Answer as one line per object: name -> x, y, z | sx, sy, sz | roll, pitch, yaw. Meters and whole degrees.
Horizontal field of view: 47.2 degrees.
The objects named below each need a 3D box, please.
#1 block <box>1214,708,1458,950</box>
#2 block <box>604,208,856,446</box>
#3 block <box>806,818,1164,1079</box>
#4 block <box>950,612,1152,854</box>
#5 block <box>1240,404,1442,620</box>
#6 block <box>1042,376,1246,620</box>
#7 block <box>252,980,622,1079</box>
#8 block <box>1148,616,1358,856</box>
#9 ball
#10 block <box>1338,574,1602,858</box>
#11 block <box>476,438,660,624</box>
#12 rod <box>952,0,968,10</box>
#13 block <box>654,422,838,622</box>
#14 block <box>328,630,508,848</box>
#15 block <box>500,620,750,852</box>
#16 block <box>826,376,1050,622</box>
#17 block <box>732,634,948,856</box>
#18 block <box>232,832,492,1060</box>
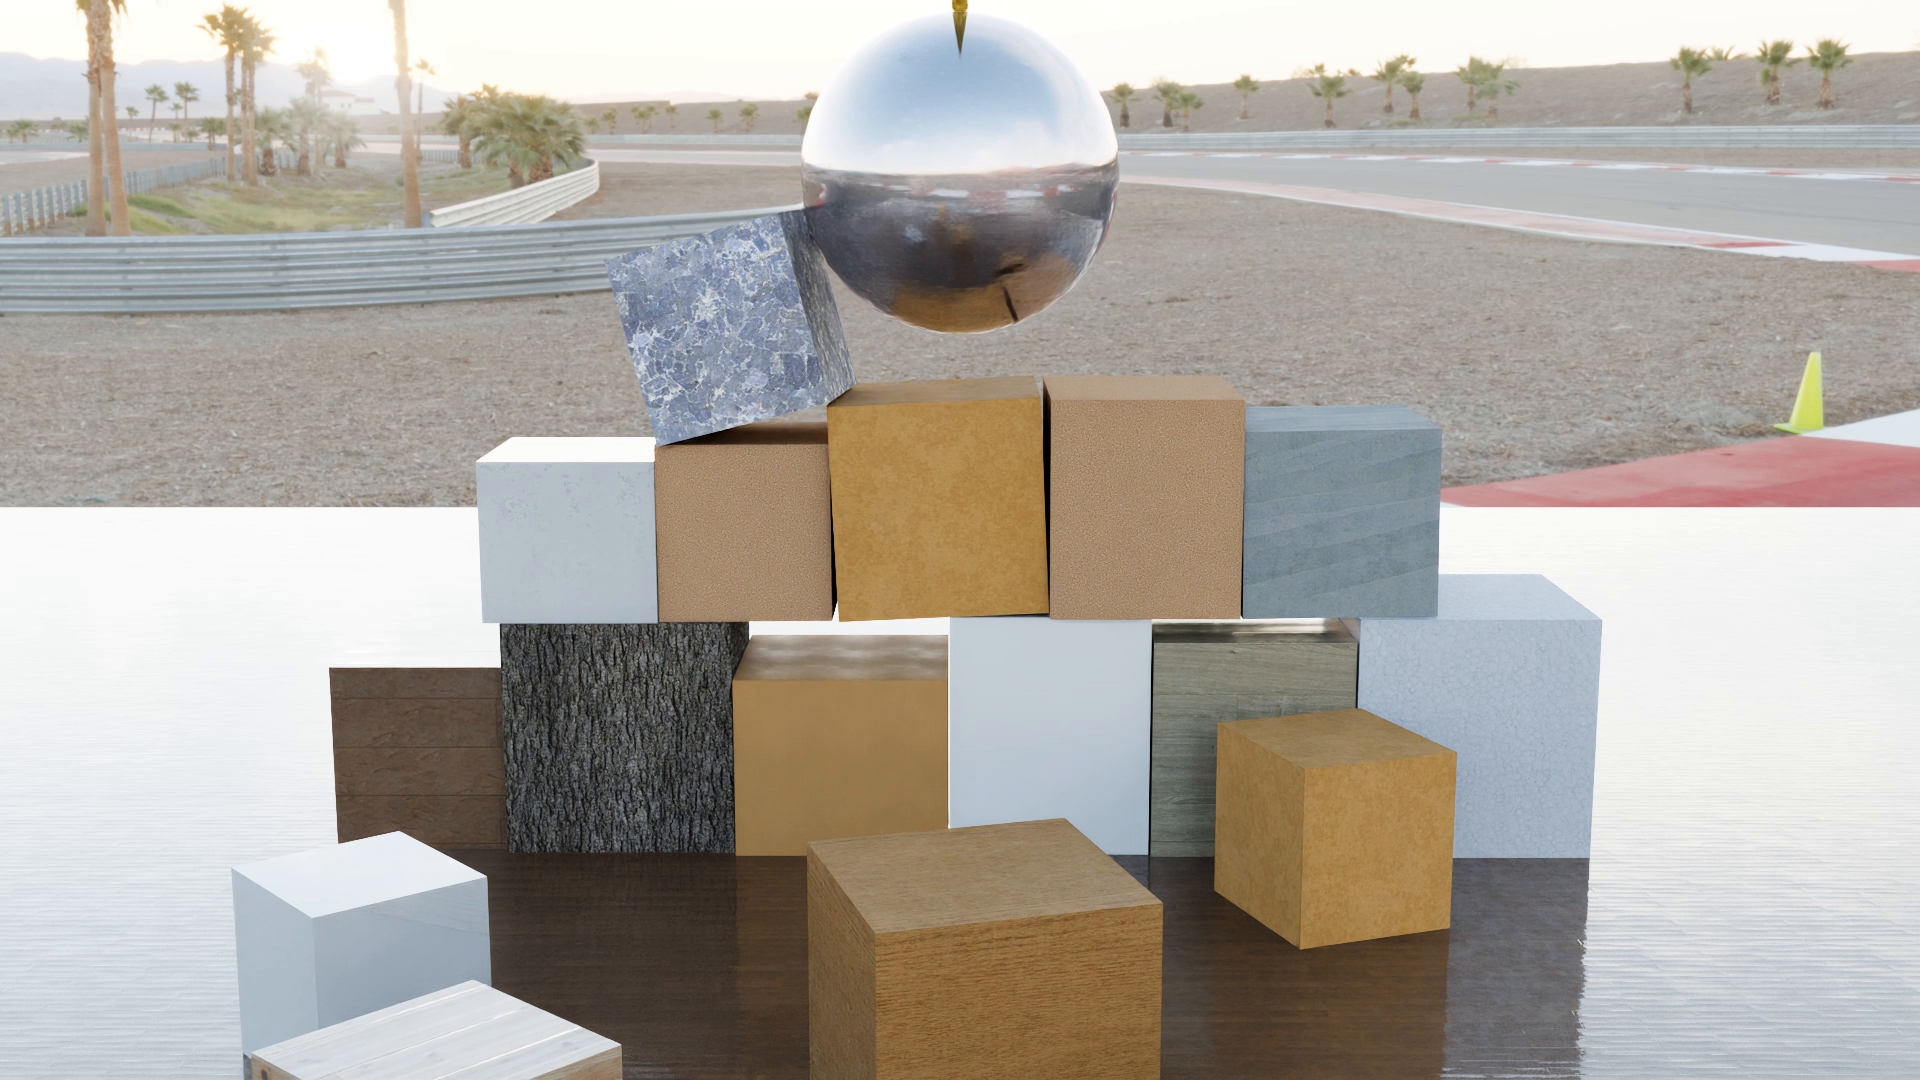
block -> 1.709, 1.303, 10.108 | 0.766, 0.820, 0.828 | -4, 11, -20
block -> -1.115, -1.074, 10.921 | 0.873, 0.926, 0.876 | -14, 9, 8
block -> 0.062, 1.642, 7.827 | 1.002, 0.969, 0.993 | -3, 11, -17
block -> 0.443, 0.882, 11.351 | 0.988, 1.204, 1.032 | 0, 10, 0
block -> 1.849, -0.162, 11.143 | 0.951, 0.921, 0.995 | -1, 10, 0
block -> 0.901, -0.239, 11.144 | 0.929, 1.075, 1.088 | 0, 10, 0
block -> -1.567, 1.928, 6.664 | 0.766, 0.822, 0.789 | 9, 14, 42
block -> 1.442, 0.942, 11.346 | 0.991, 1.087, 1.068 | 0, 10, 0
ball -> 0.000, -1.829, 11.000 | 1.600, 1.600, 1.600 | 0, 10, 0
block -> 2.535, 0.879, 11.358 | 1.174, 1.207, 1.154 | 0, 10, 0
block -> -1.916, -0.064, 11.158 | 0.860, 0.802, 0.884 | 0, 10, 0
rod -> 0.000, -5.158, 10.309 | 0.080, 5.200, 0.080 | 0, 12, 0
block -> -1.057, -0.108, 11.179 | 0.852, 0.877, 0.874 | 0, 10, 0
block -> -2.695, 1.013, 11.375 | 0.854, 0.937, 0.854 | 0, 10, 0
block -> -1.692, 0.902, 11.345 | 1.133, 1.166, 0.949 | 0, 10, 0
block -> -0.103, -0.232, 11.156 | 1.030, 1.059, 1.008 | -3, 10, 0
block -> -0.588, 1.038, 11.355 | 1.053, 0.896, 1.018 | 0, 10, 0
block -> -2.295, 1.637, 8.454 | 0.697, 0.754, 0.732 | -9, 13, -39
